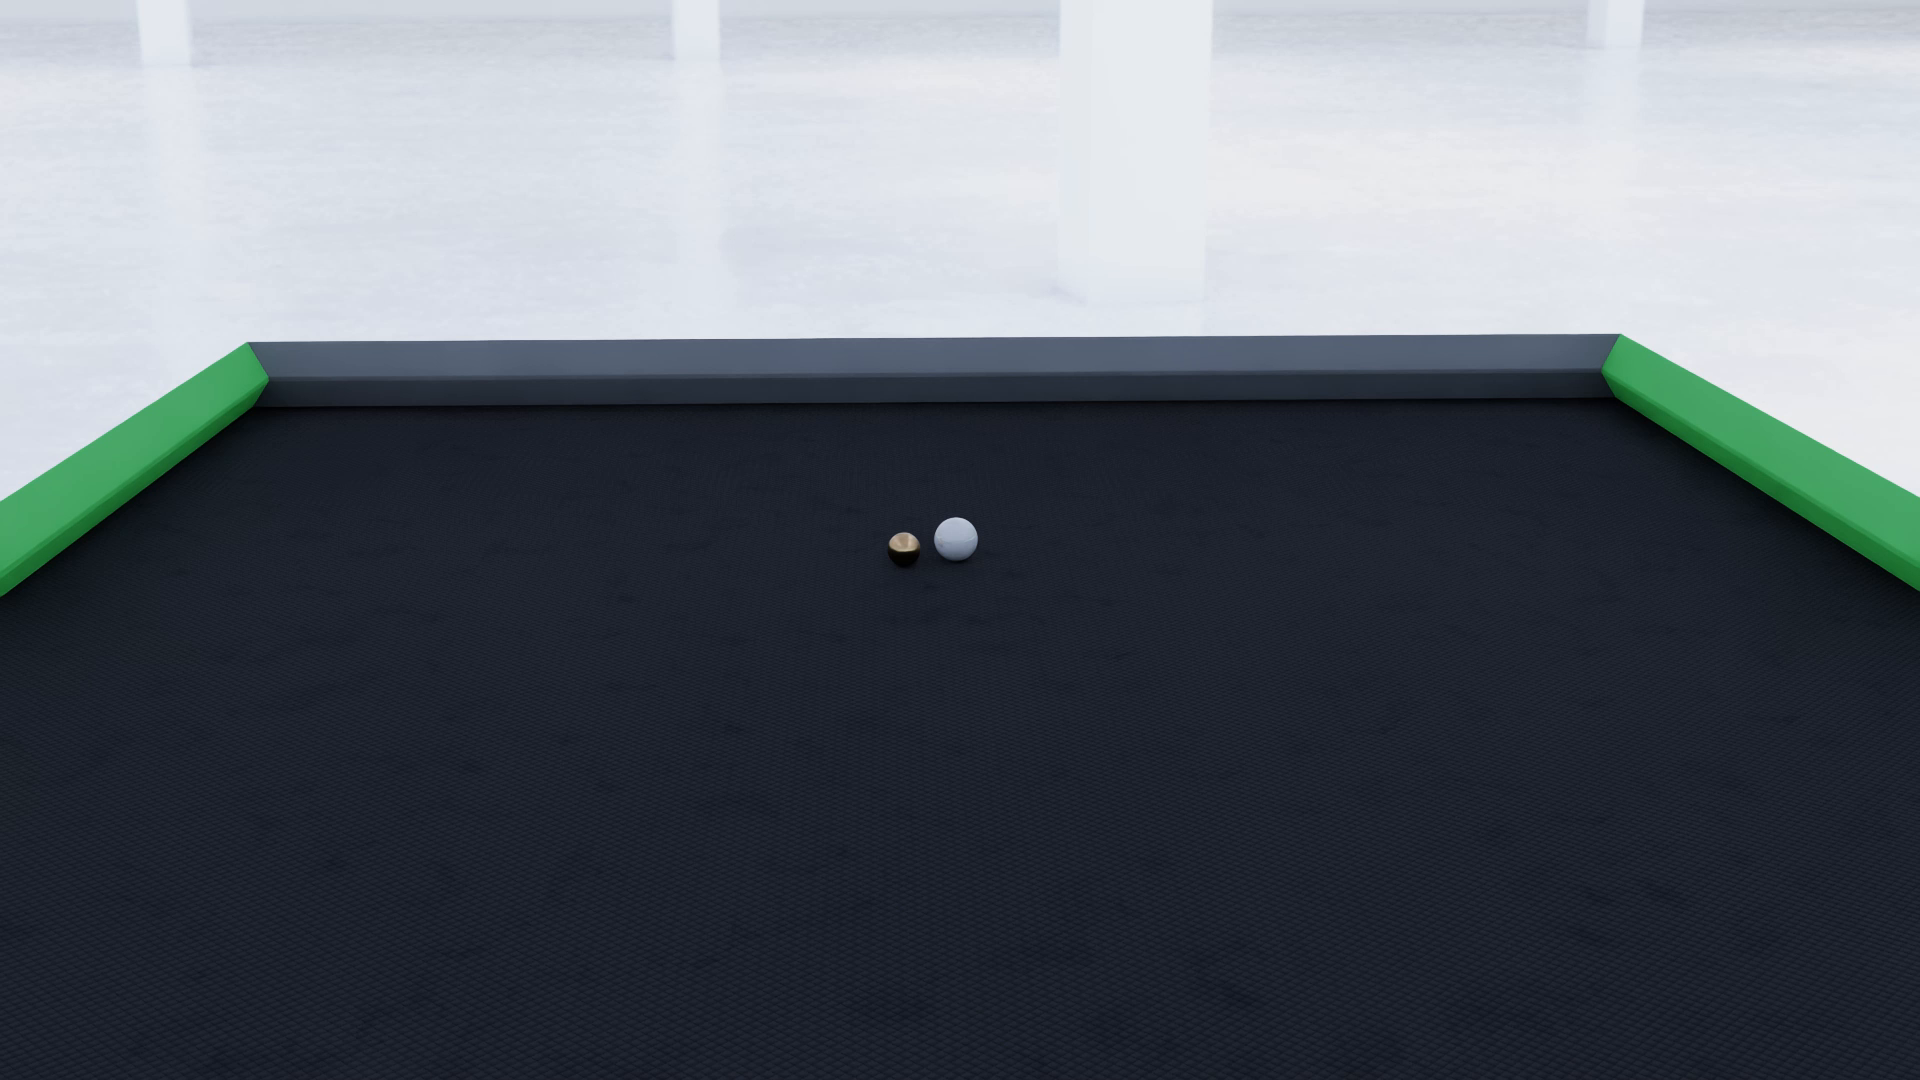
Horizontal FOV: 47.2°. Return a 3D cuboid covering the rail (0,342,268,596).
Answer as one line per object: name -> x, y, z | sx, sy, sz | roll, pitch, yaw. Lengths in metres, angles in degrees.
rail -> -1.132, 0.245, 1.867 | 0.045, 0.112, 3.970 | -1, 16, -2

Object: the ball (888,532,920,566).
ball -> -0.072, 0.012, 2.839 | 0.044, 0.044, 0.044 | 0, 16, 0

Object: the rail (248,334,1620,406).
rail -> -0.032, -0.289, 3.794 | 2.379, 0.112, 0.045 | -1, 16, -2

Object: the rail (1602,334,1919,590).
rail -> 1.198, 0.224, 1.942 | 0.045, 0.112, 3.970 | -1, 16, -2

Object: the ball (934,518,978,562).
ball -> -0.005, -0.001, 2.860 | 0.057, 0.057, 0.057 | 0, 16, 0
